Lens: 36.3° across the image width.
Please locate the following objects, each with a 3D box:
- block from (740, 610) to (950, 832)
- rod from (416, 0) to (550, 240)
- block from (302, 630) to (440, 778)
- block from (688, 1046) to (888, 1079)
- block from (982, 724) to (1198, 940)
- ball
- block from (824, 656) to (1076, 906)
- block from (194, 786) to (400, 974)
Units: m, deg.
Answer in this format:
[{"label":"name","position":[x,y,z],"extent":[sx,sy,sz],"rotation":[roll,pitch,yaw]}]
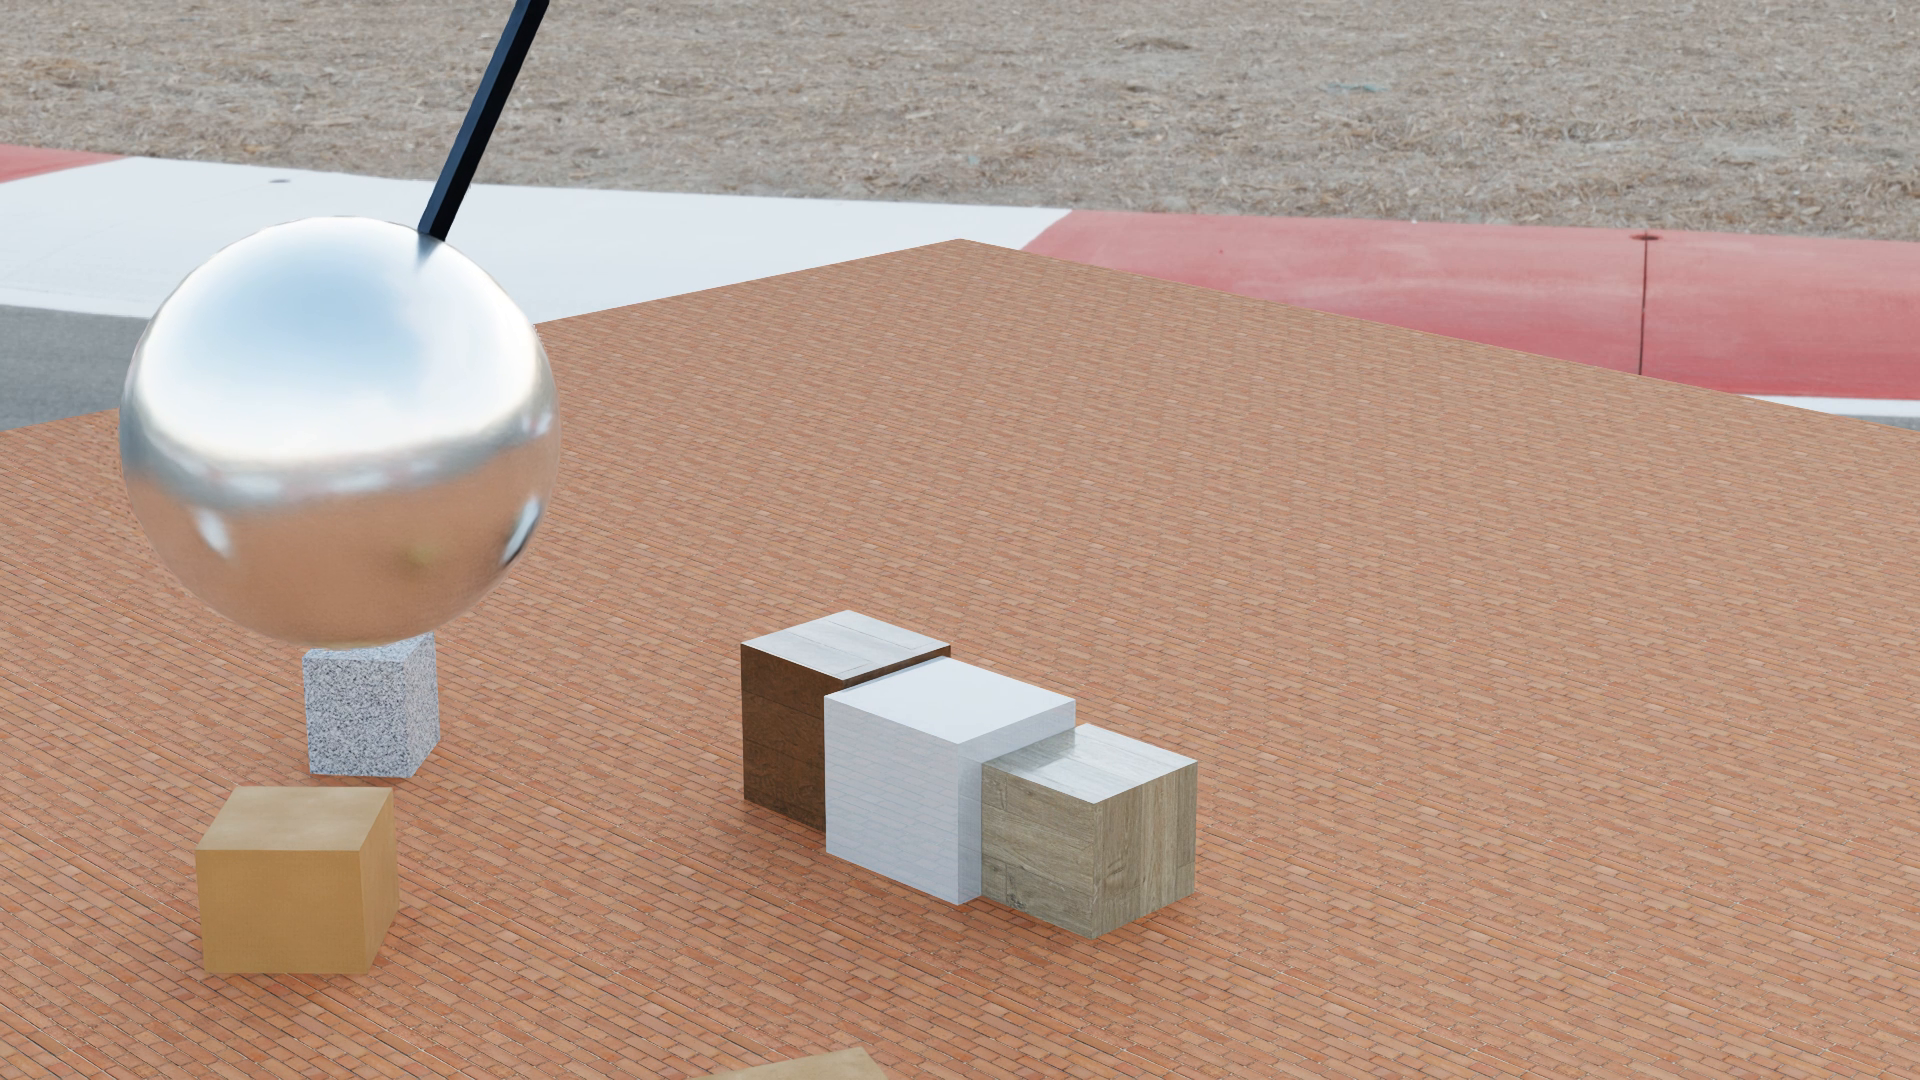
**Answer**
[{"label":"block","position":[-0.549,0.883,14.187],"extent":[0.702,0.808,0.728],"rotation":[-17,24,-42]},{"label":"rod","position":[-0.987,-3.519,11.201],"extent":[0.080,5.200,0.080],"rotation":[17,-9,42]},{"label":"block","position":[-2.958,0.802,14.767],"extent":[0.516,0.614,0.536],"rotation":[2,18,6]},{"label":"block","position":[-0.534,2.254,10.119],"extent":[0.704,0.631,0.746],"rotation":[-7,19,-21]},{"label":"block","position":[0.580,1.295,13.153],"extent":[0.668,0.642,0.693],"rotation":[16,24,42]},{"label":"ball","position":[-2.278,-0.395,10.830],"extent":[1.600,1.600,1.600],"rotation":[0,17,0]},{"label":"block","position":[-0.048,1.095,13.568],"extent":[0.857,0.776,0.774],"rotation":[16,24,42]},{"label":"block","position":[-2.862,1.468,12.726],"extent":[0.694,0.568,0.701],"rotation":[0,17,1]}]
